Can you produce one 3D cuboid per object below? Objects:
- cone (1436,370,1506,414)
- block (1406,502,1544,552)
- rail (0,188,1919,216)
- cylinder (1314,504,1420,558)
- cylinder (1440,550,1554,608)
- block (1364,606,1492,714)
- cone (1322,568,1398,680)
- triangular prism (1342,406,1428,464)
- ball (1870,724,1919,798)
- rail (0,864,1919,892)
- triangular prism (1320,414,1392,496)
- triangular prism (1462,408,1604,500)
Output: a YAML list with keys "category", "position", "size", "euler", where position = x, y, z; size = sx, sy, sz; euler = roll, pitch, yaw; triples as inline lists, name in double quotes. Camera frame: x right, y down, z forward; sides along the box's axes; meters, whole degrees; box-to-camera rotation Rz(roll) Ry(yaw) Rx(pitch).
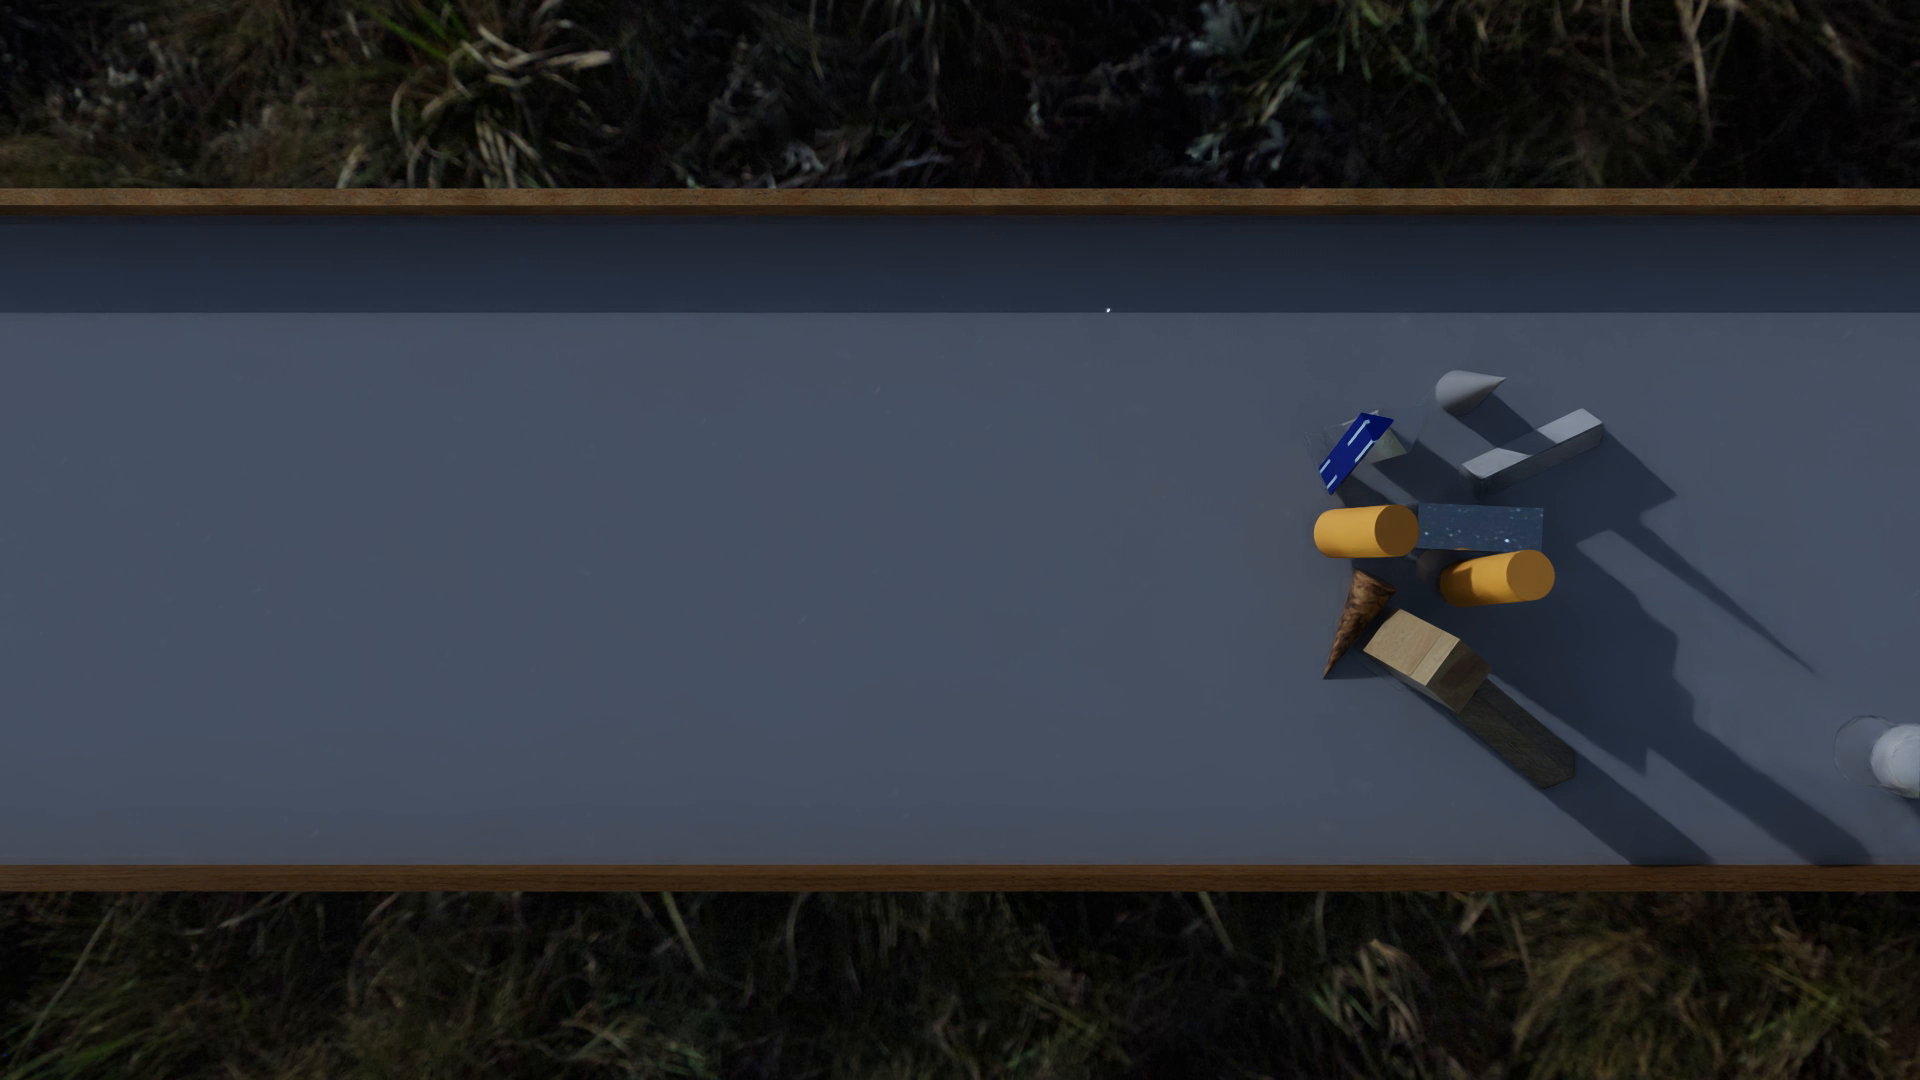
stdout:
- category: "cone"
  position: [1.534, -0.454, 4.849]
  size: [0.139, 0.455, 0.139]
  euler: [0, 90, 0]
- category: "block"
  position: [1.558, -0.036, 5.009]
  size: [0.374, 0.136, 0.136]
  euler: [2, 90, 0]
- category: "rail"
  position: [-2.247, -1.025, 5.002]
  size: [12.000, 0.150, 0.050]
  euler: [0, 90, 0]
- category: "cylinder"
  position: [1.204, -0.023, 4.898]
  size: [0.151, 0.325, 0.151]
  euler: [1, 88, -19]
- category: "cylinder"
  position: [1.571, 0.117, 4.845]
  size: [0.144, 0.447, 0.144]
  euler: [1, 85, -7]
- category: "block"
  position: [1.387, 0.354, 4.902]
  size: [0.167, 0.306, 0.167]
  euler: [37, 90, -27]
- category: "cone"
  position: [1.191, 0.275, 5.043]
  size: [0.138, 0.138, 0.357]
  euler: [26, 101, 0]
- category: "triangular prism"
  position: [1.282, -0.340, 4.902]
  size: [0.130, 0.341, 0.150]
  euler: [-36, 90, -5]
- category: "ball"
  position: [2.869, 0.666, 4.965]
  size: [0.224, 0.224, 0.224]
  euler: [0, 90, 0]
- category: "rail"
  position: [-2.247, 1.025, 5.001]
  size: [12.000, 0.150, 0.050]
  euler: [0, 90, 0]
- category: "triangular prism"
  position: [1.152, -0.265, 4.870]
  size: [0.082, 0.422, 0.095]
  euler: [40, 73, 9]
- category: "triangular prism"
  position: [1.754, -0.264, 5.021]
  size: [0.408, 0.105, 0.121]
  euler: [-25, 90, 0]
